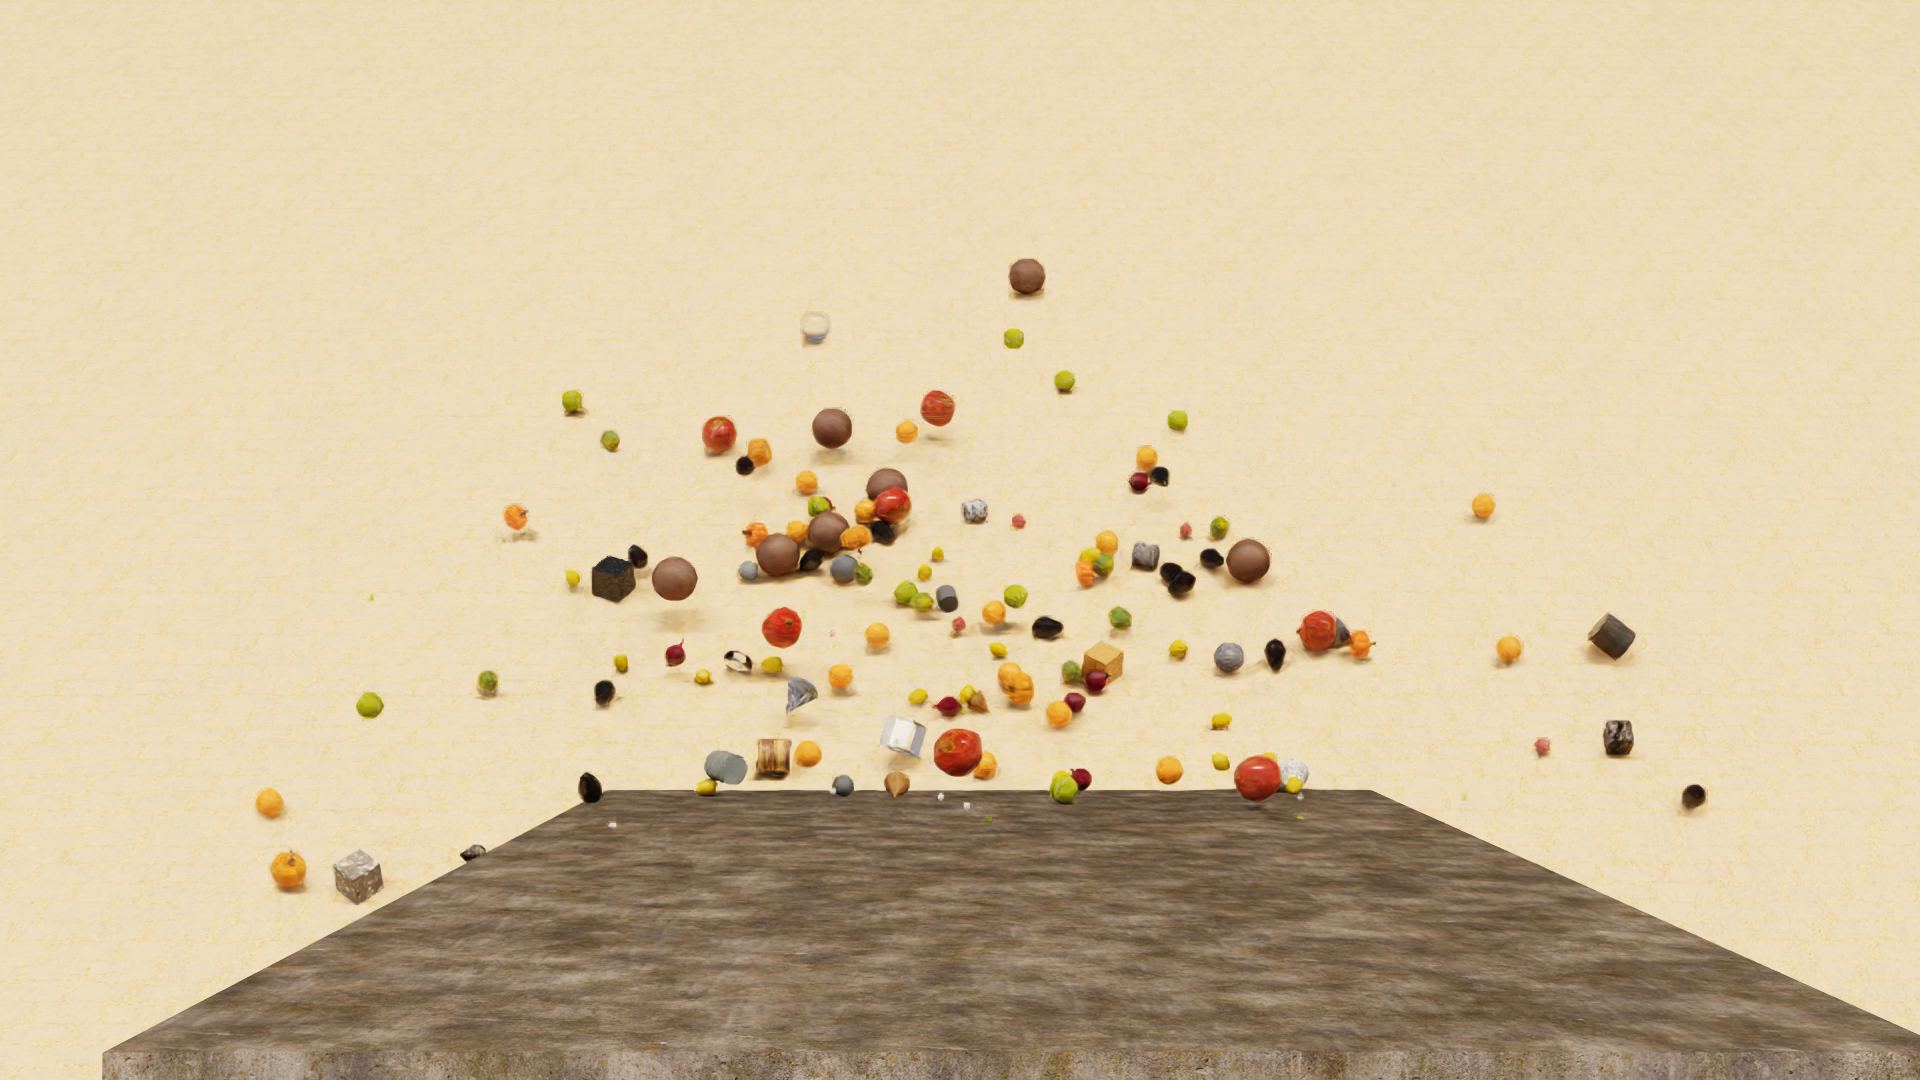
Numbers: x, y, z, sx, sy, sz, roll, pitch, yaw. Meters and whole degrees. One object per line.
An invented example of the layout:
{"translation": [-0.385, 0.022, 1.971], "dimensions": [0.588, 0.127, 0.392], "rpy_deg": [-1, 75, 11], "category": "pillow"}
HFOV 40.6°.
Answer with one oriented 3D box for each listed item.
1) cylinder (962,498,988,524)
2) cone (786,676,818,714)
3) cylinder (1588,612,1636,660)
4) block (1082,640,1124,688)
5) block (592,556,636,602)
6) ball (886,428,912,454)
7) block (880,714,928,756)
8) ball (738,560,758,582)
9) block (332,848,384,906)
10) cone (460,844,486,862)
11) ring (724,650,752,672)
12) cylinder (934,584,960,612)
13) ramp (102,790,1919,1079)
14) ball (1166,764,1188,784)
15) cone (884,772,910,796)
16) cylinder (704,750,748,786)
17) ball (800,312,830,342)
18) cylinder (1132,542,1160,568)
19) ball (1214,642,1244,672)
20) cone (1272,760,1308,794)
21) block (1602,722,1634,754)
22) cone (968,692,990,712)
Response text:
{"translation": [0.046, -0.092, 7.989], "dimensions": [0.062, 0.062, 0.062], "rpy_deg": [-21, 39, -19], "category": "cylinder"}
{"translation": [-0.452, 0.440, 7.100], "dimensions": [0.095, 0.095, 0.095], "rpy_deg": [17, 56, 24], "category": "cone"}
{"translation": [1.853, 0.273, 7.382], "dimensions": [0.096, 0.096, 0.096], "rpy_deg": [38, 41, 1], "category": "cylinder"}
{"translation": [0.403, 0.350, 7.319], "dimensions": [0.080, 0.080, 0.080], "rpy_deg": [26, 42, 33], "category": "block"}
{"translation": [-1.022, 0.115, 7.652], "dimensions": [0.090, 0.090, 0.090], "rpy_deg": [16, 34, 23], "category": "block"}
{"translation": [-0.194, -0.315, 8.243], "dimensions": [0.086, 0.086, 0.086], "rpy_deg": [0, 34, 0], "category": "ball"}
{"translation": [-0.153, 0.526, 6.979], "dimensions": [0.082, 0.082, 0.082], "rpy_deg": [10, 75, 30], "category": "block"}
{"translation": [-0.629, 0.092, 7.718], "dimensions": [0.061, 0.061, 0.061], "rpy_deg": [0, 34, 0], "category": "ball"}
{"translation": [-1.523, 0.853, 6.570], "dimensions": [0.084, 0.084, 0.084], "rpy_deg": [27, 42, 34], "category": "block"}
{"translation": [-1.028, 0.659, 5.423], "dimensions": [0.053, 0.053, 0.053], "rpy_deg": [25, 2, 32], "category": "cone"}
{"translation": [-0.627, 0.343, 7.328], "dimensions": [0.087, 0.087, 0.029], "rpy_deg": [10, 57, 15], "category": "ring"}
{"translation": [-0.038, 0.172, 7.601], "dimensions": [0.059, 0.059, 0.059], "rpy_deg": [-16, 61, -22], "category": "cylinder"}
{"translation": [0.075, 0.653, 4.795], "dimensions": [2.000, 0.100, 4.000], "rpy_deg": [0, -1, 0], "category": "ramp"}
{"translation": [0.562, 0.606, 6.710], "dimensions": [0.054, 0.054, 0.054], "rpy_deg": [0, 34, 0], "category": "ball"}
{"translation": [-0.162, 0.632, 6.565], "dimensions": [0.068, 0.068, 0.068], "rpy_deg": [3, 26, 4], "category": "cone"}
{"translation": [-0.594, 0.577, 6.579], "dimensions": [0.078, 0.078, 0.078], "rpy_deg": [-27, 21, -34], "category": "cylinder"}
{"translation": [-0.496, -0.732, 8.903], "dimensions": [0.099, 0.099, 0.099], "rpy_deg": [0, 34, 0], "category": "ball"}
{"translation": [0.557, 0.046, 7.777], "dimensions": [0.070, 0.070, 0.070], "rpy_deg": [11, 35, 15], "category": "cylinder"}
{"translation": [0.762, 0.331, 7.340], "dimensions": [0.087, 0.087, 0.087], "rpy_deg": [0, 34, 0], "category": "ball"}
{"translation": [0.858, 0.629, 6.677], "dimensions": [0.096, 0.096, 0.096], "rpy_deg": [-1, 25, -2], "category": "cone"}
{"translation": [1.783, 0.536, 7.030], "dimensions": [0.064, 0.064, 0.064], "rpy_deg": [-1, 52, 0], "category": "block"}
{"translation": [0.062, 0.460, 7.188], "dimensions": [0.059, 0.059, 0.059], "rpy_deg": [39, 49, 25], "category": "cone"}
